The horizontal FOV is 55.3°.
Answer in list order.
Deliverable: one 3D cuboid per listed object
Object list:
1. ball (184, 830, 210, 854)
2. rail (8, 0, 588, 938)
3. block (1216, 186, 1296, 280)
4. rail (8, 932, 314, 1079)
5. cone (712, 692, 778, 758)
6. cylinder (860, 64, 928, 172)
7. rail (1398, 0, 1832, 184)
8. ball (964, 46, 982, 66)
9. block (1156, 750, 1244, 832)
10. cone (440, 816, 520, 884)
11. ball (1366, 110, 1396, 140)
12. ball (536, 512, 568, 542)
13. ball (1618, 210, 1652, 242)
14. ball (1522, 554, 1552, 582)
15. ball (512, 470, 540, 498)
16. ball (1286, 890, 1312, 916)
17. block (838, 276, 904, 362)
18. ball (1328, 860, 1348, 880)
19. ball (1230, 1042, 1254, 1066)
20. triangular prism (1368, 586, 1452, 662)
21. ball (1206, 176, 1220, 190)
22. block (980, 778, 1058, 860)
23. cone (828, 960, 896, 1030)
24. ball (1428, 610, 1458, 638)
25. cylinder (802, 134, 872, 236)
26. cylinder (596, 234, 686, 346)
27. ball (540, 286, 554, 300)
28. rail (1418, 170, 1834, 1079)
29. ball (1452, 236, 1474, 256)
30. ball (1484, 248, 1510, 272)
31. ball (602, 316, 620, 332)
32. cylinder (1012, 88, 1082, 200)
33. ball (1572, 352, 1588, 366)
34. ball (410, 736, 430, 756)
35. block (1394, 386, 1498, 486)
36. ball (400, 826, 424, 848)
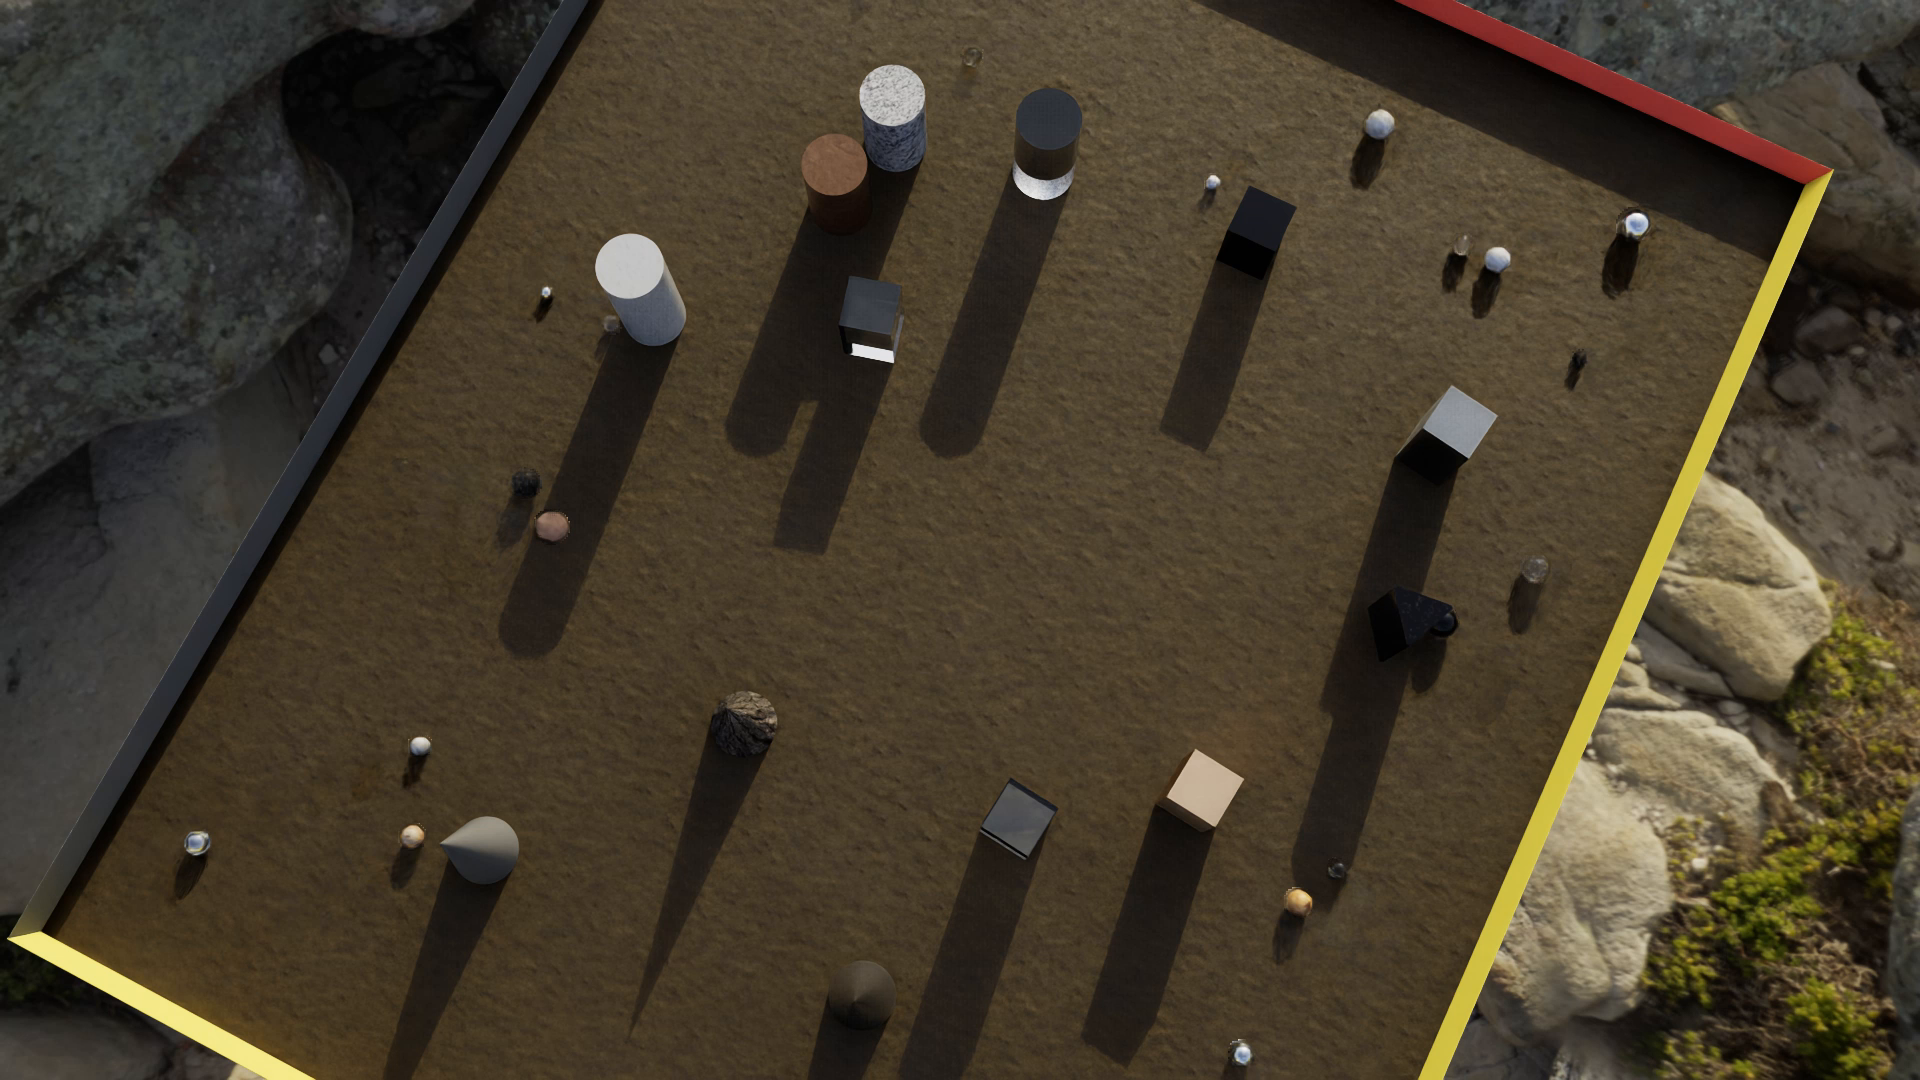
[{"bbox_3d":[-2.246,0.891,5.396,0.071,0.071,0.071,0,78,0],"label":"ball"},{"bbox_3d":[-1.693,-0.822,5.720,0.045,0.129,4.541,26,80,5],"label":"rail"},{"bbox_3d":[0.917,-0.950,5.682,0.159,0.256,0.159,26,79,5],"label":"block"},{"bbox_3d":[-1.005,1.975,5.141,3.832,0.129,0.045,26,80,5],"label":"rail"},{"bbox_3d":[-0.648,0.509,5.294,0.199,0.426,0.199,0,78,0],"label":"cone"},{"bbox_3d":[-0.205,-1.310,5.711,0.199,0.347,0.199,0,78,0],"label":"cylinder"},{"bbox_3d":[1.005,-1.961,5.955,3.832,0.129,0.045,26,80,5],"label":"rail"},{"bbox_3d":[0.042,-1.558,5.907,0.064,0.064,0.064,0,78,0],"label":"ball"},{"bbox_3d":[0.691,0.729,5.309,0.159,0.307,0.159,32,80,6],"label":"block"},{"bbox_3d":[-1.405,0.869,5.186,0.199,0.492,0.199,0,78,0],"label":"cone"},{"bbox_3d":[1.340,-1.324,5.844,0.092,0.092,0.092,0,78,0],"label":"ball"},{"bbox_3d":[-1.242,-0.040,5.576,0.096,0.096,0.096,0,78,0],"label":"ball"},{"bbox_3d":[2.125,-0.990,5.771,0.100,0.100,0.100,0,78,0],"label":"ball"},{"bbox_3d":[1.747,0.087,5.555,0.085,0.085,0.085,0,78,0],"label":"ball"},{"bbox_3d":[-1.330,-0.174,5.609,0.086,0.086,0.086,0,78,0],"label":"ball"},{"bbox_3d":[0.992,1.062,5.357,0.078,0.078,0.078,0,78,0],"label":"ball"},{"bbox_3d":[-0.269,-0.674,5.614,0.159,0.279,0.159,11,79,2],"label":"block"},{"bbox_3d":[1.111,0.969,5.386,0.058,0.058,0.058,0,78,0],"label":"ball"},{"bbox_3d":[0.813,1.480,5.276,0.067,0.067,0.067,0,78,0],"label":"ball"},{"bbox_3d":[1.291,0.224,5.394,0.172,0.345,0.149,-39,81,-7],"label":"triangular prism"},{"bbox_3d":[0.804,-1.137,5.830,0.044,0.044,0.044,0,78,0],"label":"ball"},{"bbox_3d":[0.167,0.808,5.288,0.159,0.317,0.159,32,80,6],"label":"block"},{"bbox_3d":[-0.284,1.286,5.139,0.199,0.414,0.199,0,78,0],"label":"cone"},{"bbox_3d":[1.452,0.248,5.519,0.092,0.092,0.092,0,78,0],"label":"ball"},{"bbox_3d":[-0.378,-1.096,5.675,0.199,0.330,0.199,0,78,0],"label":"cylinder"},{"bbox_3d":[-0.960,-0.750,5.543,0.199,0.448,0.199,0,78,0],"label":"cylinder"},{"bbox_3d":[-1.297,-0.776,5.757,0.041,0.041,0.041,0,78,0],"label":"ball"},{"bbox_3d":[1.693,0.836,5.377,0.045,0.129,4.541,26,80,5],"label":"rail"},{"bbox_3d":[1.585,-0.929,5.776,0.064,0.064,0.064,0,78,0],"label":"ball"},{"bbox_3d":[1.688,-0.880,5.758,0.080,0.080,0.080,0,78,0],"label":"ball"},{"bbox_3d":[-1.089,-0.676,5.729,0.054,0.054,0.054,0,78,0],"label":"ball"},{"bbox_3d":[0.267,-1.221,5.673,0.199,0.386,0.199,0,78,0],"label":"cylinder"},{"bbox_3d":[1.931,-0.564,5.710,0.045,0.045,0.045,0,78,0],"label":"ball"},{"bbox_3d":[-1.608,0.614,5.461,0.057,0.057,0.057,0,78,0],"label":"ball"},{"bbox_3d":[1.455,-0.308,5.502,0.159,0.350,0.159,35,80,7],"label":"block"},{"bbox_3d":[-1.613,0.876,5.401,0.068,0.068,0.068,0,78,0],"label":"ball"}]
